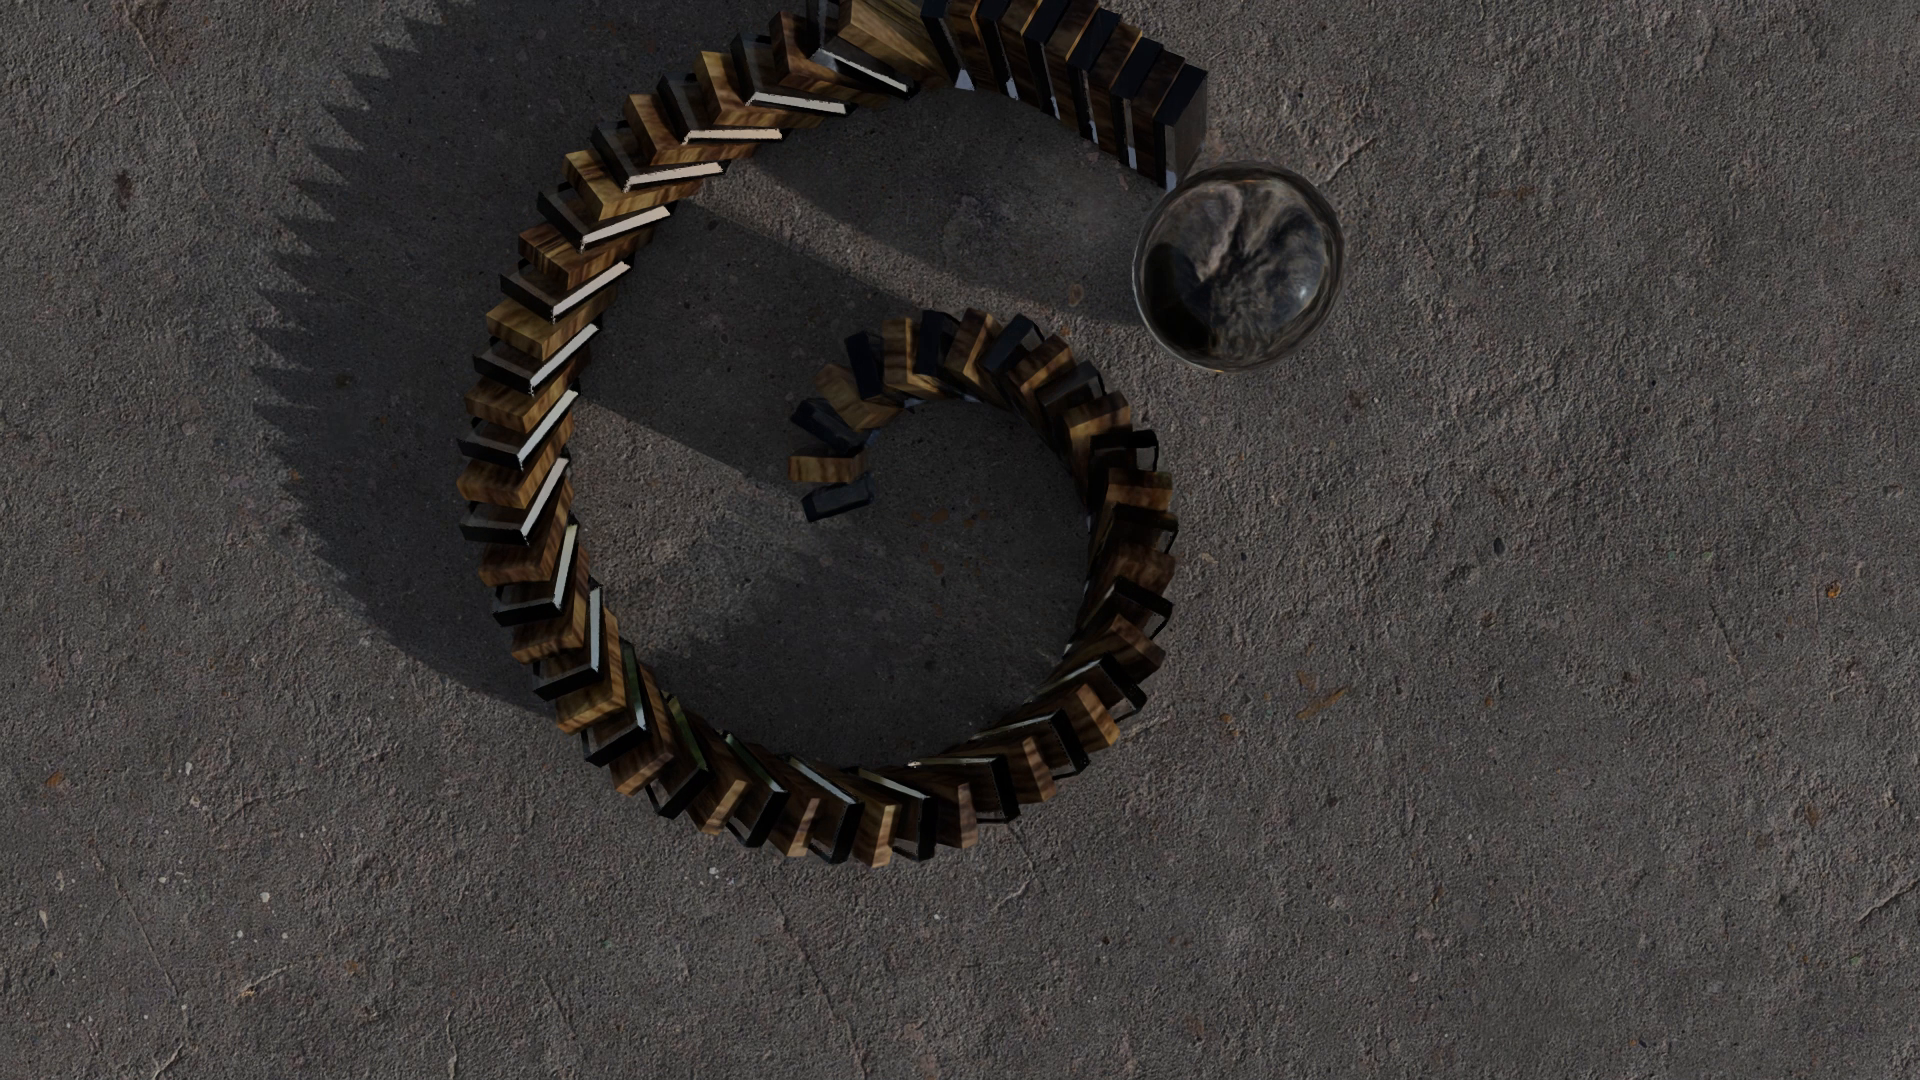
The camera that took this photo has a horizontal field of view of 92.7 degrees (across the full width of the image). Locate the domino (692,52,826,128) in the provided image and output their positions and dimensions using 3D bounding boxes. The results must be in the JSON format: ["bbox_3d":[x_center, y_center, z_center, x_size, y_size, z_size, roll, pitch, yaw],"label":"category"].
[{"bbox_3d":[-0.083,-0.186,0.380,0.050,0.010,0.025,-19,90,-40],"label":"domino"}]

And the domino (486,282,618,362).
[{"bbox_3d":[-0.168,-0.097,0.380,0.025,0.009,0.050,28,50,0],"label":"domino"}]

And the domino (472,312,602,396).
[{"bbox_3d":[-0.174,-0.083,0.380,0.025,0.009,0.050,24,50,0],"label":"domino"}]

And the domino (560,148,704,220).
[{"bbox_3d":[-0.135,-0.151,0.380,0.025,0.009,0.050,52,49,1],"label":"domino"}]

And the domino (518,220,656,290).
[{"bbox_3d":[-0.154,-0.125,0.380,0.025,0.009,0.050,38,50,0],"label":"domino"}]

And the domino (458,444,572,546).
[{"bbox_3d":[-0.183,-0.021,0.380,0.025,0.010,0.050,5,49,1],"label":"domino"}]

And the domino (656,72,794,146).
[{"bbox_3d":[-0.097,-0.179,0.380,0.050,0.009,0.025,-24,90,-40],"label":"domino"}]

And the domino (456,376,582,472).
[{"bbox_3d":[-0.182,-0.052,0.380,0.025,0.010,0.050,15,50,1],"label":"domino"}]

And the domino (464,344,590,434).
[{"bbox_3d":[-0.178,-0.067,0.380,0.025,0.009,0.050,20,50,0],"label":"domino"}]

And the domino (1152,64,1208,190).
[{"bbox_3d":[0.090,-0.167,0.375,0.009,0.050,0.025,30,90,16],"label":"domino"}]

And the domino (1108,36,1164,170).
[{"bbox_3d":[0.073,-0.177,0.375,0.009,0.050,0.025,30,90,16],"label":"domino"}]

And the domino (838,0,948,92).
[{"bbox_3d":[-0.026,-0.210,0.378,0.050,0.009,0.025,10,79,-40],"label":"domino"}]

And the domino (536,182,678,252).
[{"bbox_3d":[-0.145,-0.139,0.380,0.025,0.010,0.050,46,49,0],"label":"domino"}]

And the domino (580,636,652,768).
[{"bbox_3d":[-0.145,0.066,0.380,0.025,0.010,0.050,-32,49,1],"label":"domino"}]

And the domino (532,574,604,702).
[{"bbox_3d":[-0.162,0.040,0.380,0.025,0.009,0.050,-21,49,0],"label":"domino"}]

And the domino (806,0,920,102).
[{"bbox_3d":[-0.039,-0.204,0.379,0.050,0.009,0.025,2,85,-41],"label":"domino"}]

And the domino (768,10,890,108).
[{"bbox_3d":[-0.053,-0.198,0.380,0.050,0.009,0.025,-8,89,-41],"label":"domino"}]

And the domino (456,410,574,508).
[{"bbox_3d":[-0.183,-0.036,0.380,0.025,0.010,0.050,9,49,1],"label":"domino"}]

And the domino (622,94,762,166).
[{"bbox_3d":[-0.110,-0.171,0.380,0.050,0.010,0.025,-26,89,-40],"label":"domino"}]

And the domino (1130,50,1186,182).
[{"bbox_3d":[0.082,-0.172,0.375,0.009,0.050,0.025,30,90,16],"label":"domino"}]

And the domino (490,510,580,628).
[{"bbox_3d":[-0.175,0.011,0.380,0.025,0.009,0.050,-11,49,0],"label":"domino"}]

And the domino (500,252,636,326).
[{"bbox_3d":[-0.162,-0.112,0.380,0.025,0.010,0.050,33,50,0],"label":"domino"}]

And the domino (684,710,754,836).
[{"bbox_3d":[-0.107,0.095,0.380,0.050,0.009,0.025,35,90,42],"label":"domino"}]

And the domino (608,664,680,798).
[{"bbox_3d":[-0.135,0.078,0.380,0.025,0.010,0.050,-37,49,1],"label":"domino"}]

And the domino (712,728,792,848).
[{"bbox_3d":[-0.093,0.102,0.380,0.050,0.009,0.025,29,90,41],"label":"domino"}]

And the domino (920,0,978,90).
[{"bbox_3d":[-0.001,-0.210,0.375,0.009,0.050,0.025,16,90,16],"label":"domino"}]

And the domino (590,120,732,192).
[{"bbox_3d":[-0.123,-0.162,0.380,0.050,0.010,0.025,-32,89,-41],"label":"domino"}]

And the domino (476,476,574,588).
[{"bbox_3d":[-0.179,-0.004,0.380,0.025,0.009,0.050,-6,49,0],"label":"domino"}]

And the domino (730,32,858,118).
[{"bbox_3d":[-0.068,-0.192,0.380,0.050,0.009,0.025,-15,90,-40],"label":"domino"}]

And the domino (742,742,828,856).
[{"bbox_3d":[-0.078,0.107,0.380,0.050,0.009,0.025,23,90,41],"label":"domino"}]

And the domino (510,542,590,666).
[{"bbox_3d":[-0.169,0.026,0.380,0.025,0.010,0.050,-16,49,0],"label":"domino"}]

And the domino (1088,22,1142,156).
[{"bbox_3d":[0.065,-0.183,0.375,0.009,0.050,0.025,30,90,16],"label":"domino"}]

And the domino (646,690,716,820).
[{"bbox_3d":[-0.122,0.088,0.380,0.025,0.010,0.050,-46,48,0],"label":"domino"}]

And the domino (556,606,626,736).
[{"bbox_3d":[-0.154,0.053,0.380,0.025,0.009,0.050,-26,49,0],"label":"domino"}]
